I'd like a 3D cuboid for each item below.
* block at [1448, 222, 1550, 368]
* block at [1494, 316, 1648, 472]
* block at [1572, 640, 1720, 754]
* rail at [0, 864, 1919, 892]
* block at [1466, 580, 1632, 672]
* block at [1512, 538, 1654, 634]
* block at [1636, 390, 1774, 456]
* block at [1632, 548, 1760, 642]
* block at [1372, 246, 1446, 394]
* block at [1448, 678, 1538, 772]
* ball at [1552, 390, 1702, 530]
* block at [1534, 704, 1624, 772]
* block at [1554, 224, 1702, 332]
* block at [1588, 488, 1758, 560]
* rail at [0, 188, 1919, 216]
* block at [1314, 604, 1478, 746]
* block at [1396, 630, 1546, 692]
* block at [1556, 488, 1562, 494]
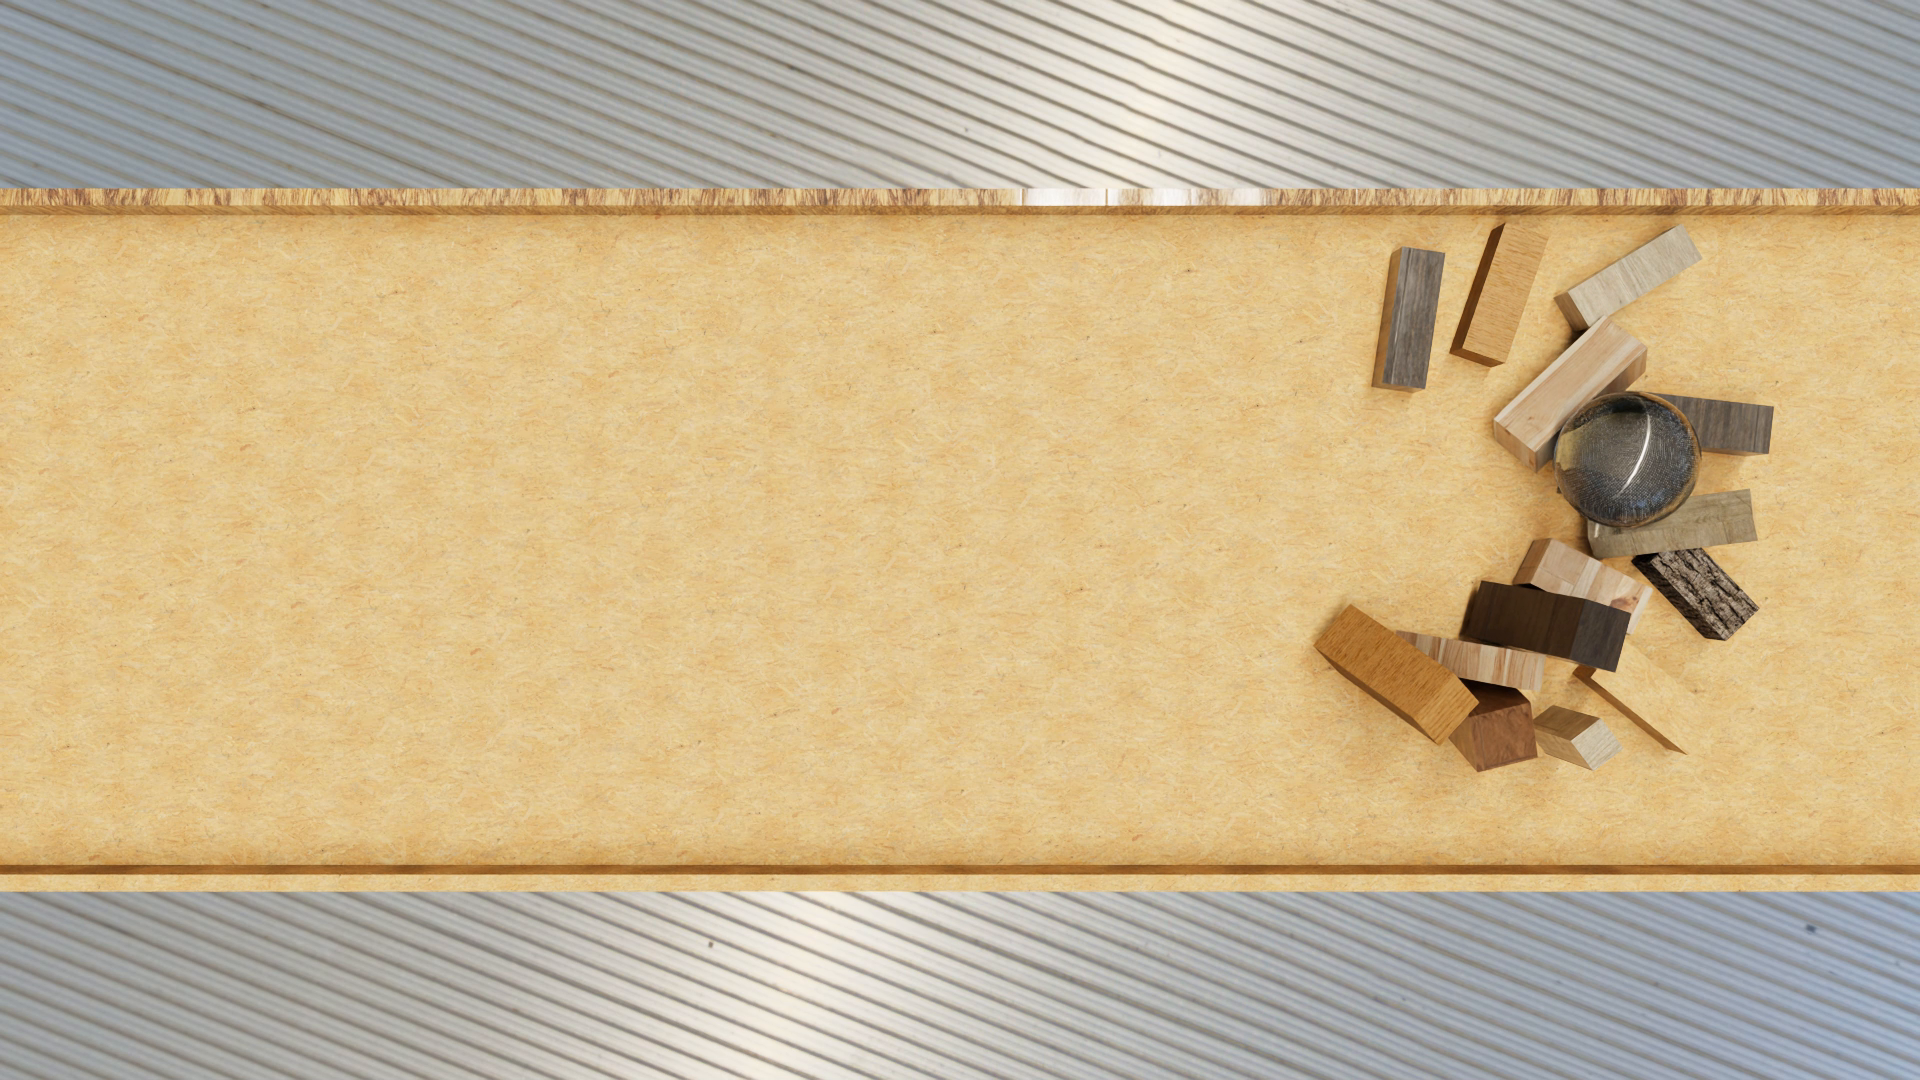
[{"bbox_3d":[1.634,-0.741,5.008,0.137,0.137,0.400,19,90,0],"label":"block"},{"bbox_3d":[1.836,-0.437,4.965,0.454,0.164,0.164,-43,62,0],"label":"block"},{"bbox_3d":[2.076,0.468,5.001,0.373,0.151,0.151,38,90,0],"label":"block"},{"bbox_3d":[-2.247,1.025,5.001,12.000,0.150,0.050,0,90,0],"label":"rail"},{"bbox_3d":[1.720,0.249,4.840,0.176,0.438,0.176,16,90,-23],"label":"block"},{"bbox_3d":[1.883,0.142,4.996,0.340,0.152,0.152,27,86,0],"label":"block"},{"bbox_3d":[2.221,-0.351,5.005,0.415,0.144,0.144,6,90,0],"label":"block"},{"bbox_3d":[2.230,0.136,5.006,0.142,0.142,0.328,-44,90,0],"label":"block"},{"bbox_3d":[1.361,-0.666,5.011,0.131,0.131,0.414,8,90,0],"label":"block"},{"bbox_3d":[1.546,0.514,4.887,0.180,0.341,0.180,-14,108,0],"label":"block"},{"bbox_3d":[1.924,-0.231,4.763,0.399,0.399,0.399,0,90,0],"label":"ball"},{"bbox_3d":[1.814,0.583,4.885,0.108,0.383,0.108,-37,90,0],"label":"block"},{"bbox_3d":[2.028,-0.795,5.014,0.399,0.125,0.125,-31,90,0],"label":"block"},{"bbox_3d":[2.113,-0.045,4.901,0.450,0.110,0.110,-8,49,29],"label":"block"},{"bbox_3d":[-2.247,-1.025,5.002,12.000,0.150,0.050,0,90,0],"label":"rail"},{"bbox_3d":[1.273,0.391,4.841,0.170,0.460,0.170,-48,126,0],"label":"block"},{"bbox_3d":[1.497,0.354,4.875,0.106,0.439,0.106,9,90,-40],"label":"block"},{"bbox_3d":[1.996,-0.165,5.019,0.302,0.114,0.114,13,90,0],"label":"block"}]
